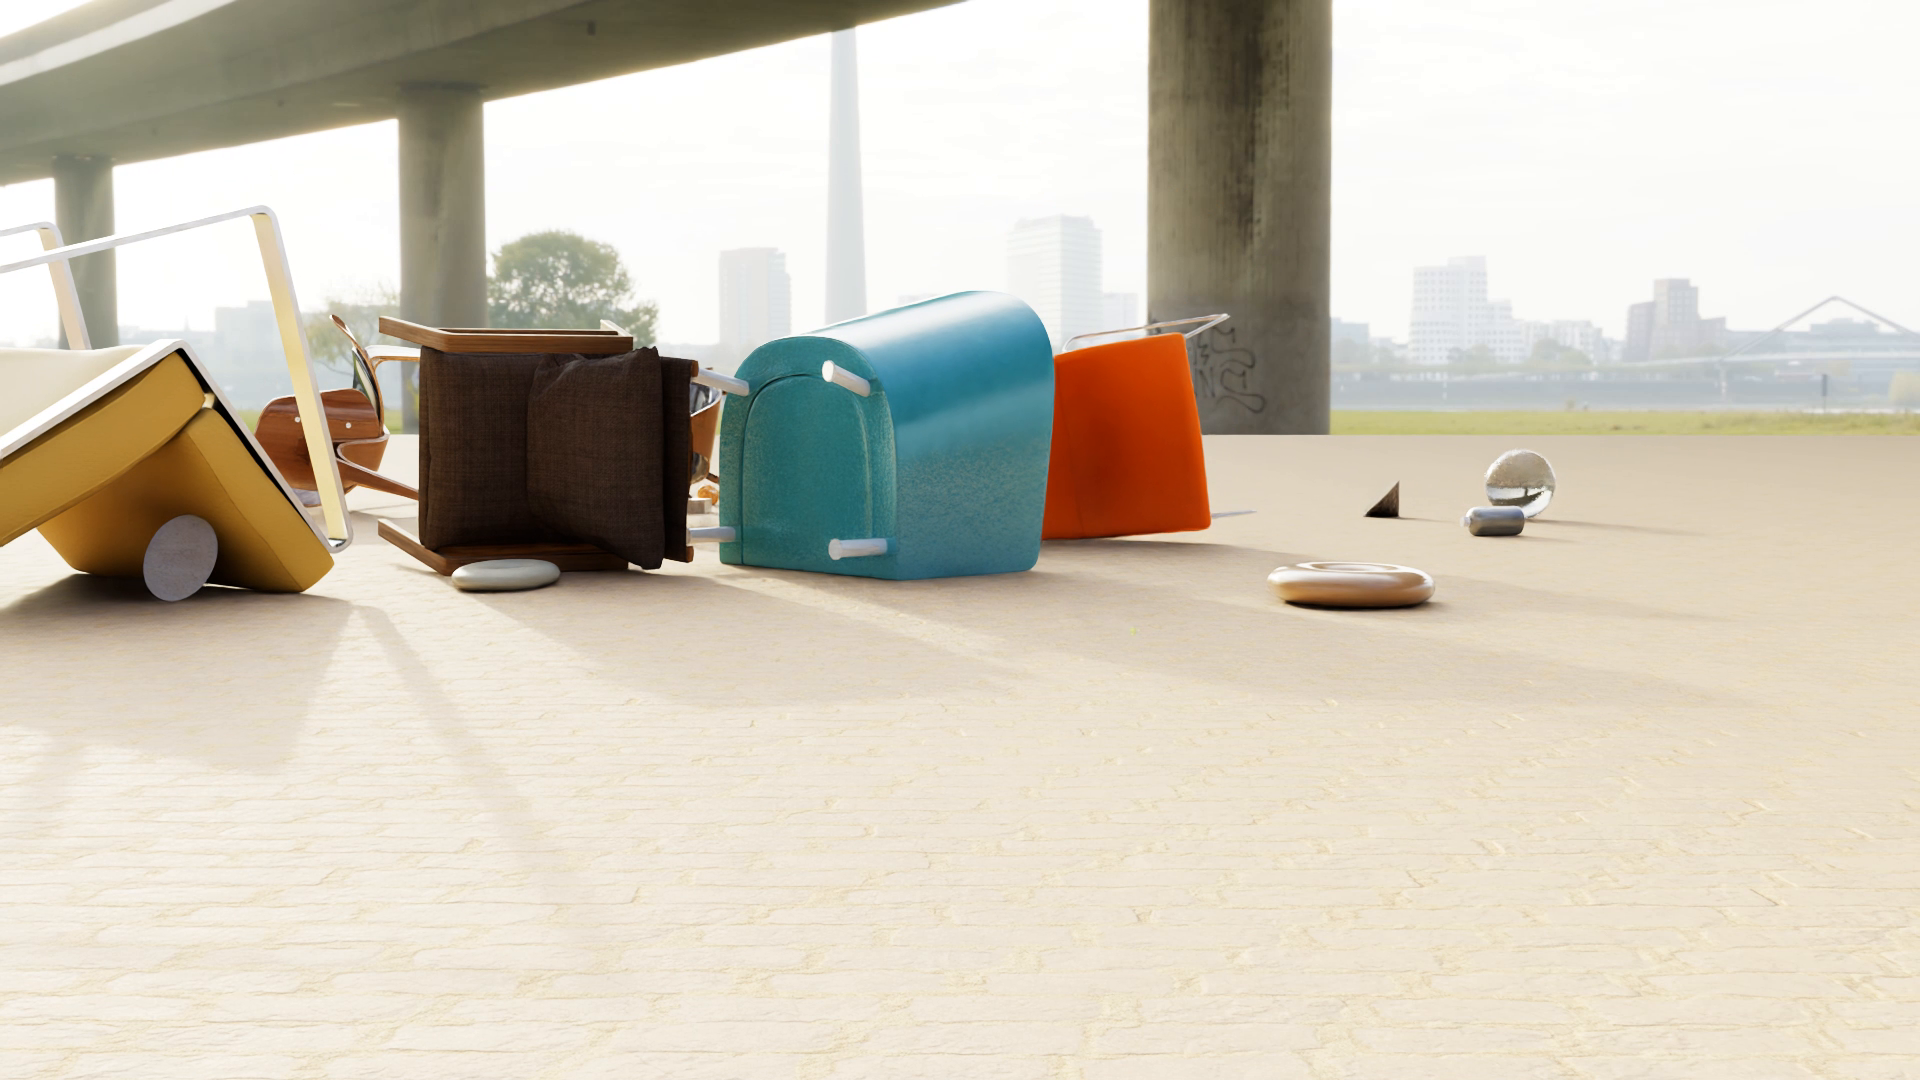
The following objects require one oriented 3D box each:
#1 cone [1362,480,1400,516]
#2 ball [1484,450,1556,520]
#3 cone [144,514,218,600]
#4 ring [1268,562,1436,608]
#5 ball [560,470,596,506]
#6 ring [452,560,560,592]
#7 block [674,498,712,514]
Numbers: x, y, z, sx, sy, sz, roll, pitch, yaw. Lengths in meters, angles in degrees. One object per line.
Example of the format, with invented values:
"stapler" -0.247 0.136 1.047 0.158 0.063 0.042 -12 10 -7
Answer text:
"cone" 1.516 -0.116 7.757 0.188 0.094 0.181 -42 -4 -39
"ball" 1.933 -0.191 7.585 0.240 0.240 0.240 0 4 0
"cone" -1.700 0.076 4.786 0.140 0.204 0.215 21 -27 -13
"ring" 0.825 0.094 4.644 0.349 0.075 0.407 1 3 -1
"ball" -1.464 -0.198 8.441 0.136 0.136 0.136 0 4 0
"ring" -1.036 0.080 5.027 0.225 0.050 0.393 1 4 5
"block" -0.971 -0.125 8.011 0.109 0.049 0.119 0 4 6
